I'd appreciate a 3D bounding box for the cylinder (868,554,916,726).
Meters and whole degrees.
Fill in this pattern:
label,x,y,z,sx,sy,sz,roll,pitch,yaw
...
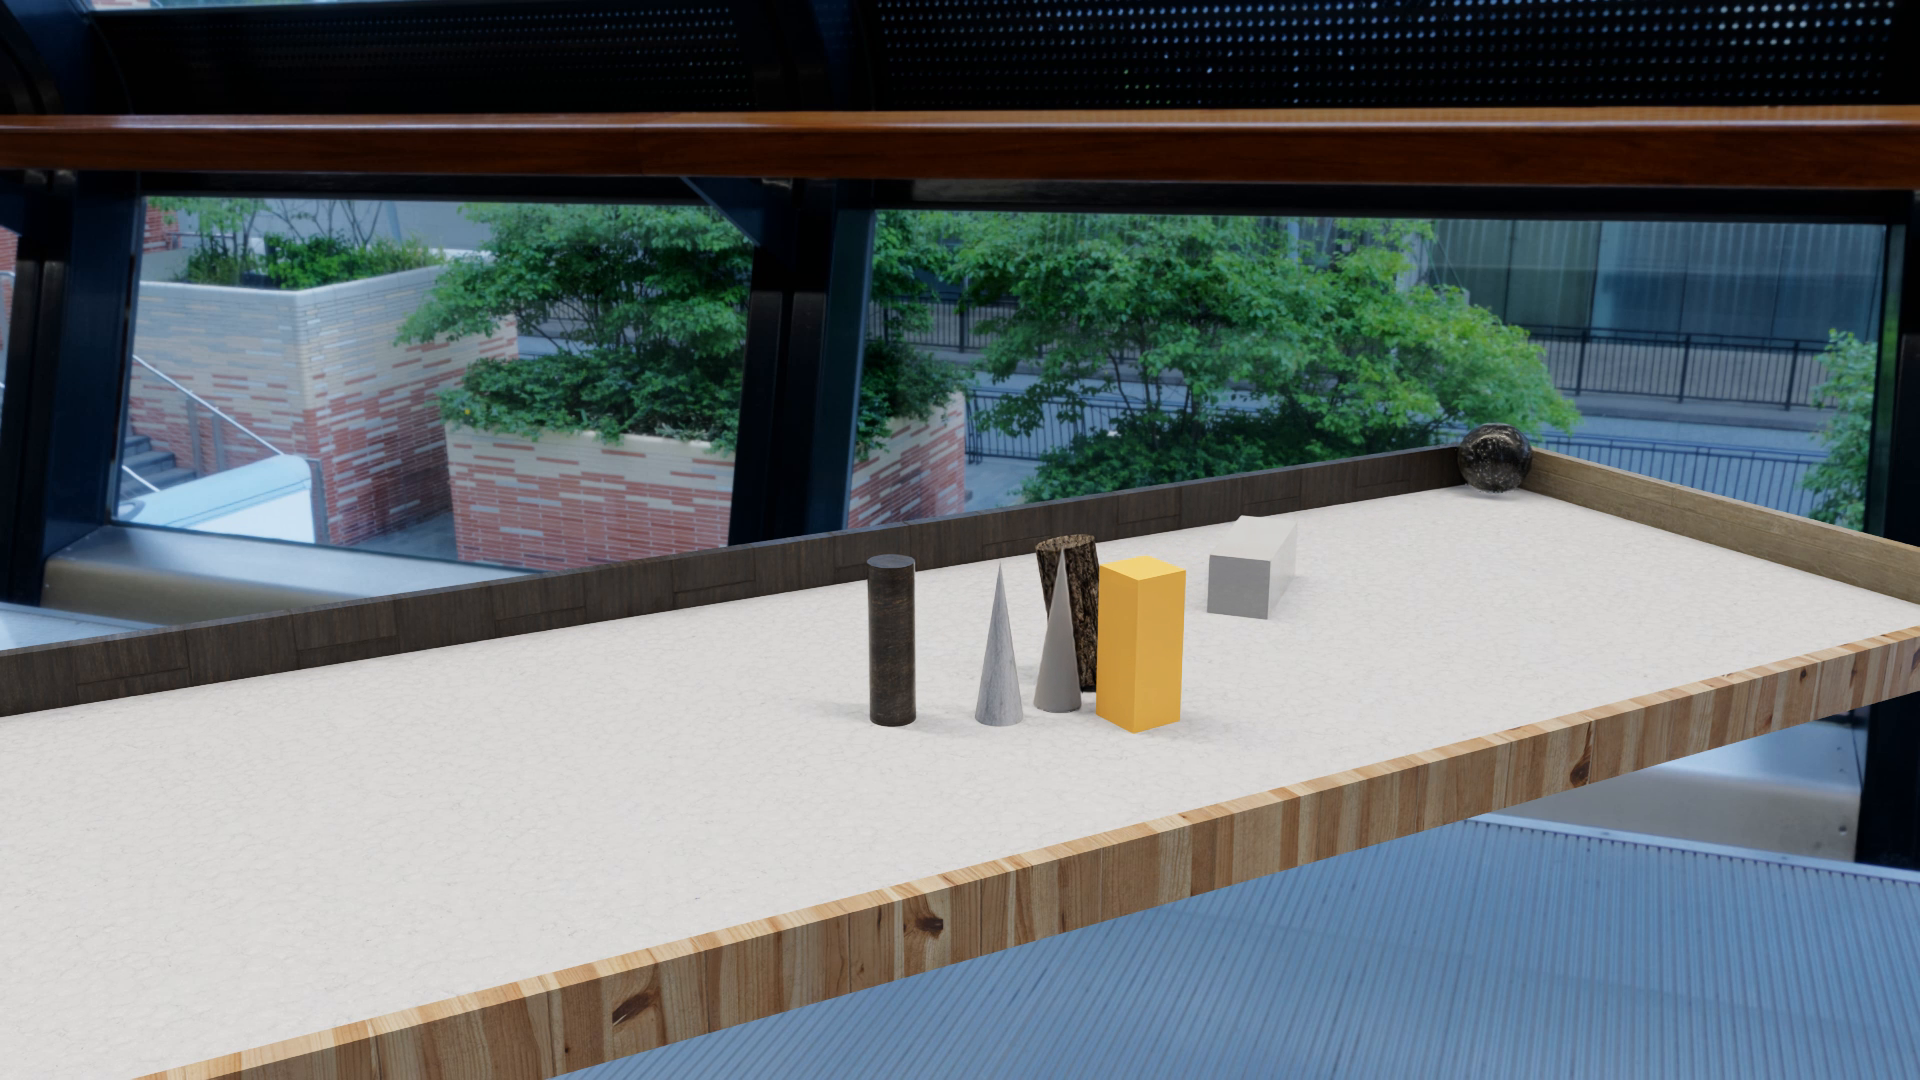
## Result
label,x,y,z,sx,sy,sz,roll,pitch,yaw
cylinder,-0.159,0.236,3.863,0.111,0.389,0.111,0,16,0

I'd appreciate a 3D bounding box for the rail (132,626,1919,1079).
label,x,y,z,sx,sy,sz,roll,pitch,yaw
rail,-2.336,1.006,1.665,12.000,0.150,0.050,-9,18,-27

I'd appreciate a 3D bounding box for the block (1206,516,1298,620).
label,x,y,z,sx,sy,sz,roll,pitch,yaw
block,0.855,0.074,4.799,0.171,0.171,0.437,6,17,20

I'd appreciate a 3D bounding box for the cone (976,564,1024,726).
label,x,y,z,sx,sy,sz,roll,pitch,yaw
cone,0.093,0.233,3.866,0.116,0.392,0.116,0,16,0

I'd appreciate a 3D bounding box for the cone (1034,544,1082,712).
label,x,y,z,sx,sy,sz,roll,pitch,yaw
cone,0.240,0.201,3.948,0.118,0.405,0.118,1,15,0

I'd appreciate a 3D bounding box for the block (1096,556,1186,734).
label,x,y,z,sx,sy,sz,roll,pitch,yaw
block,0.422,0.243,3.866,0.141,0.374,0.141,-11,19,-32

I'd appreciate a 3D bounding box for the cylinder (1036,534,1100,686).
label,x,y,z,sx,sy,sz,roll,pitch,yaw
cylinder,0.289,0.175,4.100,0.148,0.350,0.148,-10,12,2

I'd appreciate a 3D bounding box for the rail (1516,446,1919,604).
label,x,y,z,sx,sy,sz,roll,pitch,yaw
rail,2.466,-0.048,5.253,0.050,0.150,2.100,-9,18,-27

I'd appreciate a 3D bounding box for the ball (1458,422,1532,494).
label,x,y,z,sx,sy,sz,roll,pitch,yaw
ball,1.914,-0.295,5.903,0.256,0.256,0.256,0,16,0

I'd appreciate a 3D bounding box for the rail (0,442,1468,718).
label,x,y,z,sx,sy,sz,roll,pitch,yaw
rail,-3.305,0.497,3.399,12.000,0.150,0.050,-9,18,-27
